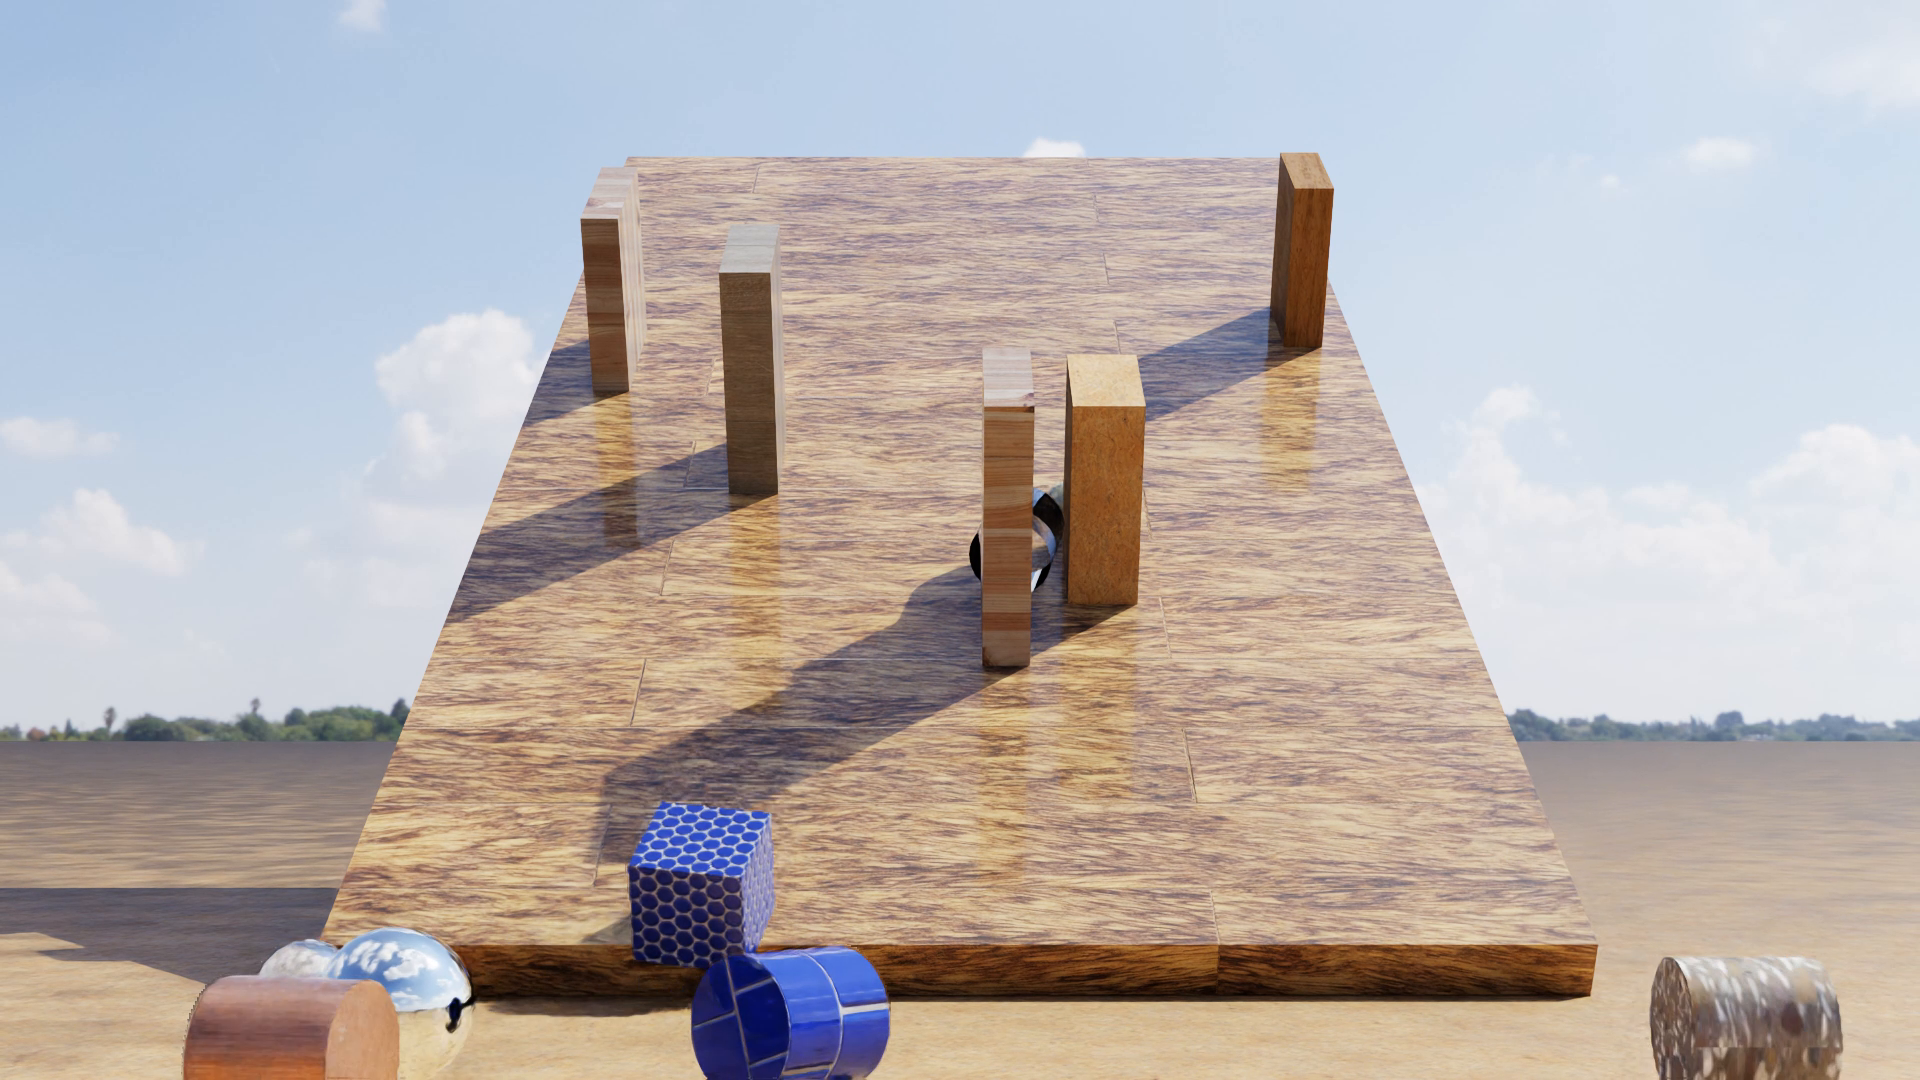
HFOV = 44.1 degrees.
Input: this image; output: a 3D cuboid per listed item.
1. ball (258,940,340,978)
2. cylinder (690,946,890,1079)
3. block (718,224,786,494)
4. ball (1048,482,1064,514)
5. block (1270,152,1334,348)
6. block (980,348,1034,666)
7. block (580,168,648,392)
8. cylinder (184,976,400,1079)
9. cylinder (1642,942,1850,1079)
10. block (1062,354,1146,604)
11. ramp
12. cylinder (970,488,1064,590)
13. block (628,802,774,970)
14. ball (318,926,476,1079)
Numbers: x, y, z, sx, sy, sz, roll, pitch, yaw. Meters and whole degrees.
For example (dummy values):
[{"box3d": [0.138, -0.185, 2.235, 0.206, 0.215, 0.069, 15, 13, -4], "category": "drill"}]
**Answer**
[{"box3d": [-0.876, 0.606, 3.180, 0.137, 0.137, 0.137, 0, -5, 0], "category": "ball"}, {"box3d": [-0.196, 0.557, 2.743, 0.163, 0.163, 0.163, -4, -6, 41], "category": "cylinder"}, {"box3d": [-0.448, -0.395, 5.161, 0.107, 0.510, 0.299, 0, 27, 0], "category": "block"}, {"box3d": [0.235, -0.067, 4.952, 0.117, 0.117, 0.117, 0, -5, 0], "category": "ball"}, {"box3d": [0.854, -0.728, 5.934, 0.095, 0.412, 0.283, 0, 27, 0], "category": "block"}, {"box3d": [0.087, -0.063, 4.481, 0.090, 0.534, 0.274, 0, 27, 0], "category": "block"}, {"box3d": [-0.831, -0.633, 5.714, 0.087, 0.432, 0.380, 0, 27, 0], "category": "block"}, {"box3d": [-0.693, 0.536, 2.467, 0.159, 0.159, 0.159, -1, -5, 14], "category": "cylinder"}, {"box3d": [0.884, 0.552, 2.674, 0.162, 0.162, 0.162, -12, -2, -11], "category": "cylinder"}, {"box3d": [0.283, -0.122, 4.716, 0.138, 0.428, 0.257, 0, 27, 0], "category": "block"}, {"box3d": [-0.010, -0.227, 5.506, 2.000, 0.100, 4.000, 0, 27, 0], "category": "ramp"}, {"box3d": [0.115, 0.000, 4.765, 0.165, 0.165, 0.165, -1, 26, 14], "category": "cylinder"}, {"box3d": [-0.399, 0.539, 3.684, 0.178, 0.178, 0.178, 5, 27, 9], "category": "block"}, {"box3d": [-0.627, 0.517, 2.623, 0.176, 0.176, 0.176, 0, -5, 0], "category": "ball"}]
